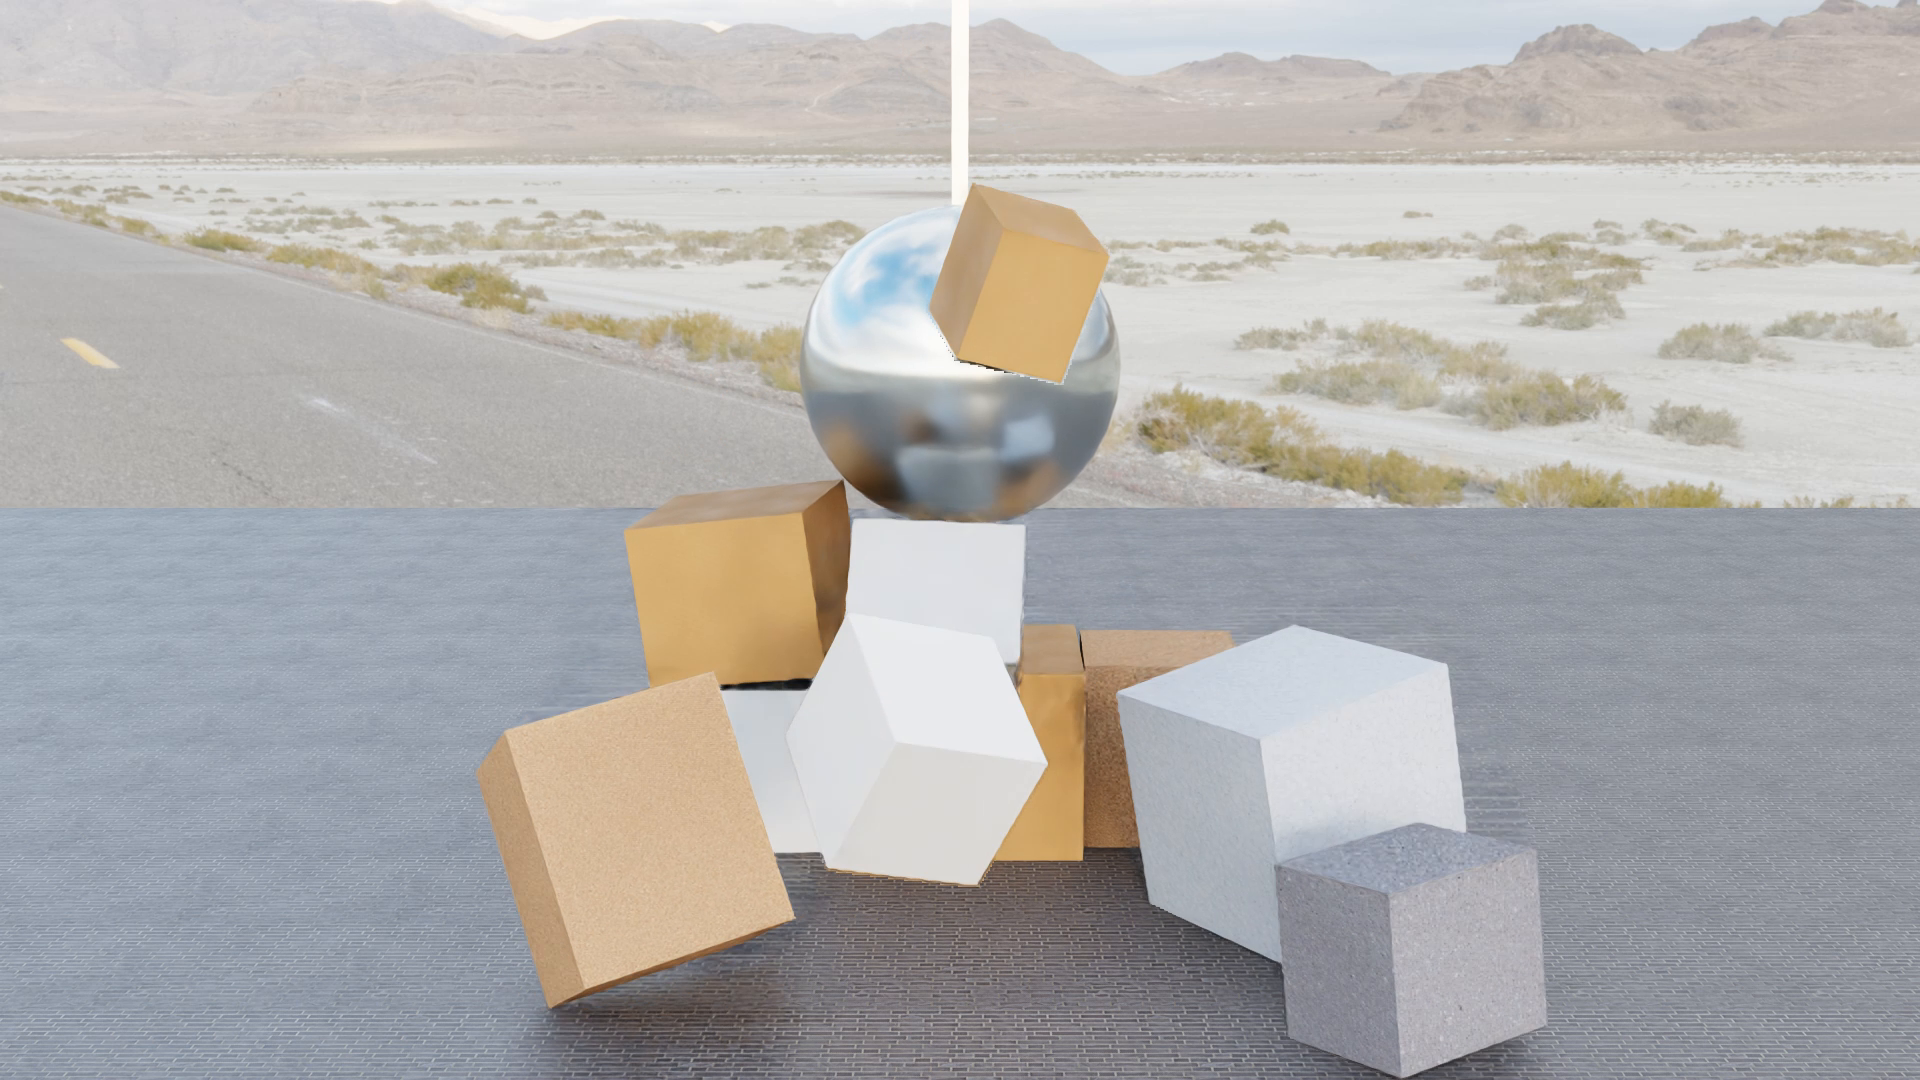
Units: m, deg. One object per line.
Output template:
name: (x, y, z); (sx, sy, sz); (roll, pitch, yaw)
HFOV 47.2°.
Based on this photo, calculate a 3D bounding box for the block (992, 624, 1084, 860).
block: (0.020, 1.017, 11.324); (1.183, 0.947, 1.106); (0, 10, 0)

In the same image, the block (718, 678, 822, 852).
block: (-0.996, 1.071, 11.358); (0.820, 0.830, 0.907); (0, 10, 0)

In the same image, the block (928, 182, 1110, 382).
block: (0.249, -1.139, 9.719); (0.500, 0.615, 0.564); (11, 25, -21)

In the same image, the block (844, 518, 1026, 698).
block: (-0.105, 0.404, 10.342); (0.794, 0.688, 0.823); (2, -26, 3)

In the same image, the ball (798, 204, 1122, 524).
ball: (0.000, -0.859, 10.918); (1.600, 1.600, 1.600); (0, 10, 0)

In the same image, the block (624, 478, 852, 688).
block: (-1.067, 0.216, 11.131); (0.907, 0.820, 0.842); (-5, 12, 12)

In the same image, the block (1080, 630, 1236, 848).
block: (1.022, 1.013, 11.376); (0.788, 0.936, 0.809); (0, 10, 1)

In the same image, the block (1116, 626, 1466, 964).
block: (1.506, 1.117, 9.937); (1.058, 1.050, 1.032); (-18, 17, -28)

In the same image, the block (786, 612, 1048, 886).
block: (-0.185, 0.816, 8.565); (0.648, 0.656, 0.741); (11, 33, -27)

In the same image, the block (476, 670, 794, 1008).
block: (-1.331, 1.220, 8.877); (0.859, 1.027, 0.853); (-15, -10, -23)

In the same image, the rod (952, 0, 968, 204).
rod: (0.000, -4.215, 10.368); (0.080, 5.200, 0.080); (0, 9, 0)

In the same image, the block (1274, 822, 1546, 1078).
block: (1.763, 1.581, 8.610); (0.773, 0.709, 0.639); (-10, 8, -32)
